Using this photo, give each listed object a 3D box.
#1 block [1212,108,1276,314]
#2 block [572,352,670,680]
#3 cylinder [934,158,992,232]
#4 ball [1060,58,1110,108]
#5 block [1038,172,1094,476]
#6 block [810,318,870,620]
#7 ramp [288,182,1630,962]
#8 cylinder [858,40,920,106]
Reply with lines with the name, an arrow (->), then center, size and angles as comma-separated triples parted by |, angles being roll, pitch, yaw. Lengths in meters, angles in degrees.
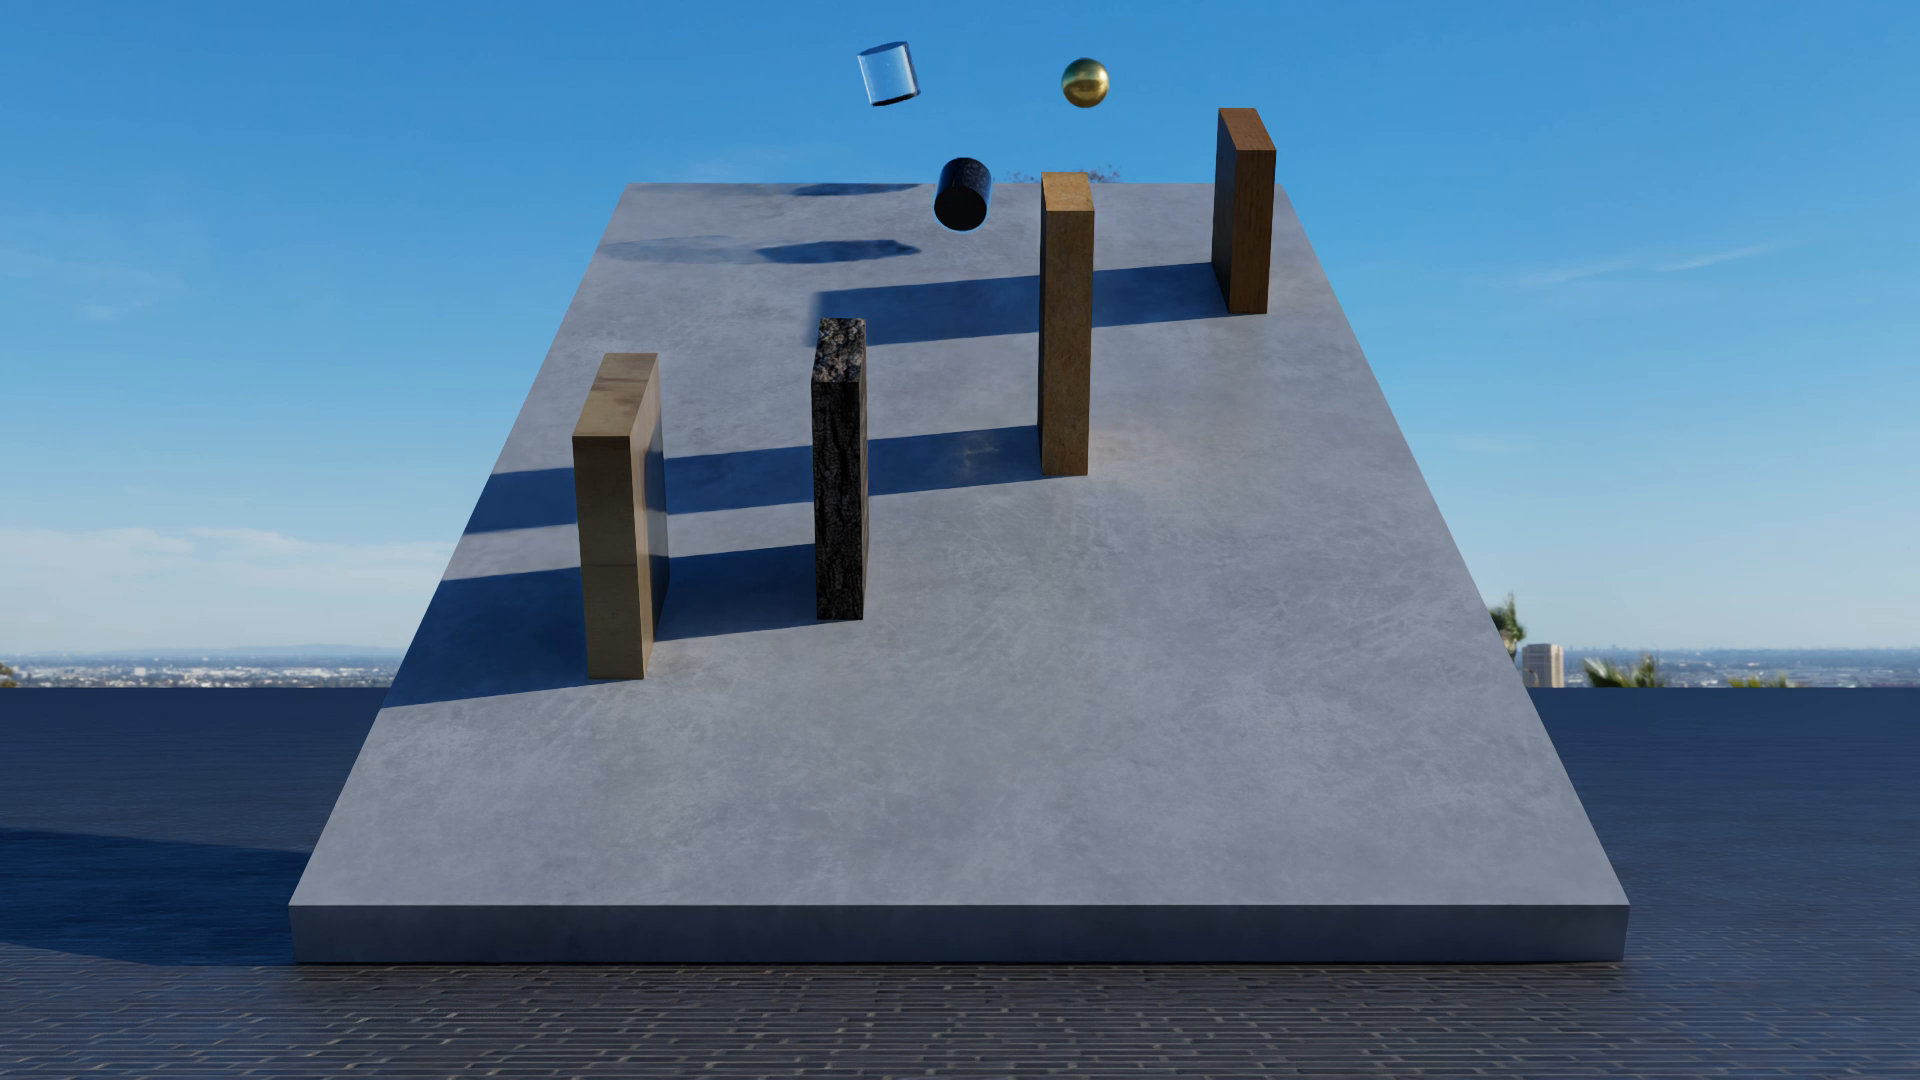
block -> 0.739, -0.868, 6.099 | 0.099, 0.428, 0.442 | 0, 24, 0
block -> -0.609, -0.050, 4.226 | 0.098, 0.463, 0.419 | 0, 24, 0
cylinder -> 0.009, -0.964, 6.492 | 0.147, 0.147, 0.147 | 4, 42, 4
ball -> 0.384, -1.395, 7.108 | 0.151, 0.151, 0.151 | 0, -3, 0
block -> 0.225, -0.467, 5.010 | 0.098, 0.585, 0.299 | 0, 24, 0
block -> -0.224, -0.139, 4.414 | 0.086, 0.472, 0.354 | 0, 24, 0
ramp -> -0.008, -0.228, 5.315 | 2.000, 0.100, 4.000 | 0, 24, 0
cylinder -> -0.196, -1.290, 6.439 | 0.143, 0.143, 0.143 | -14, 19, 5
